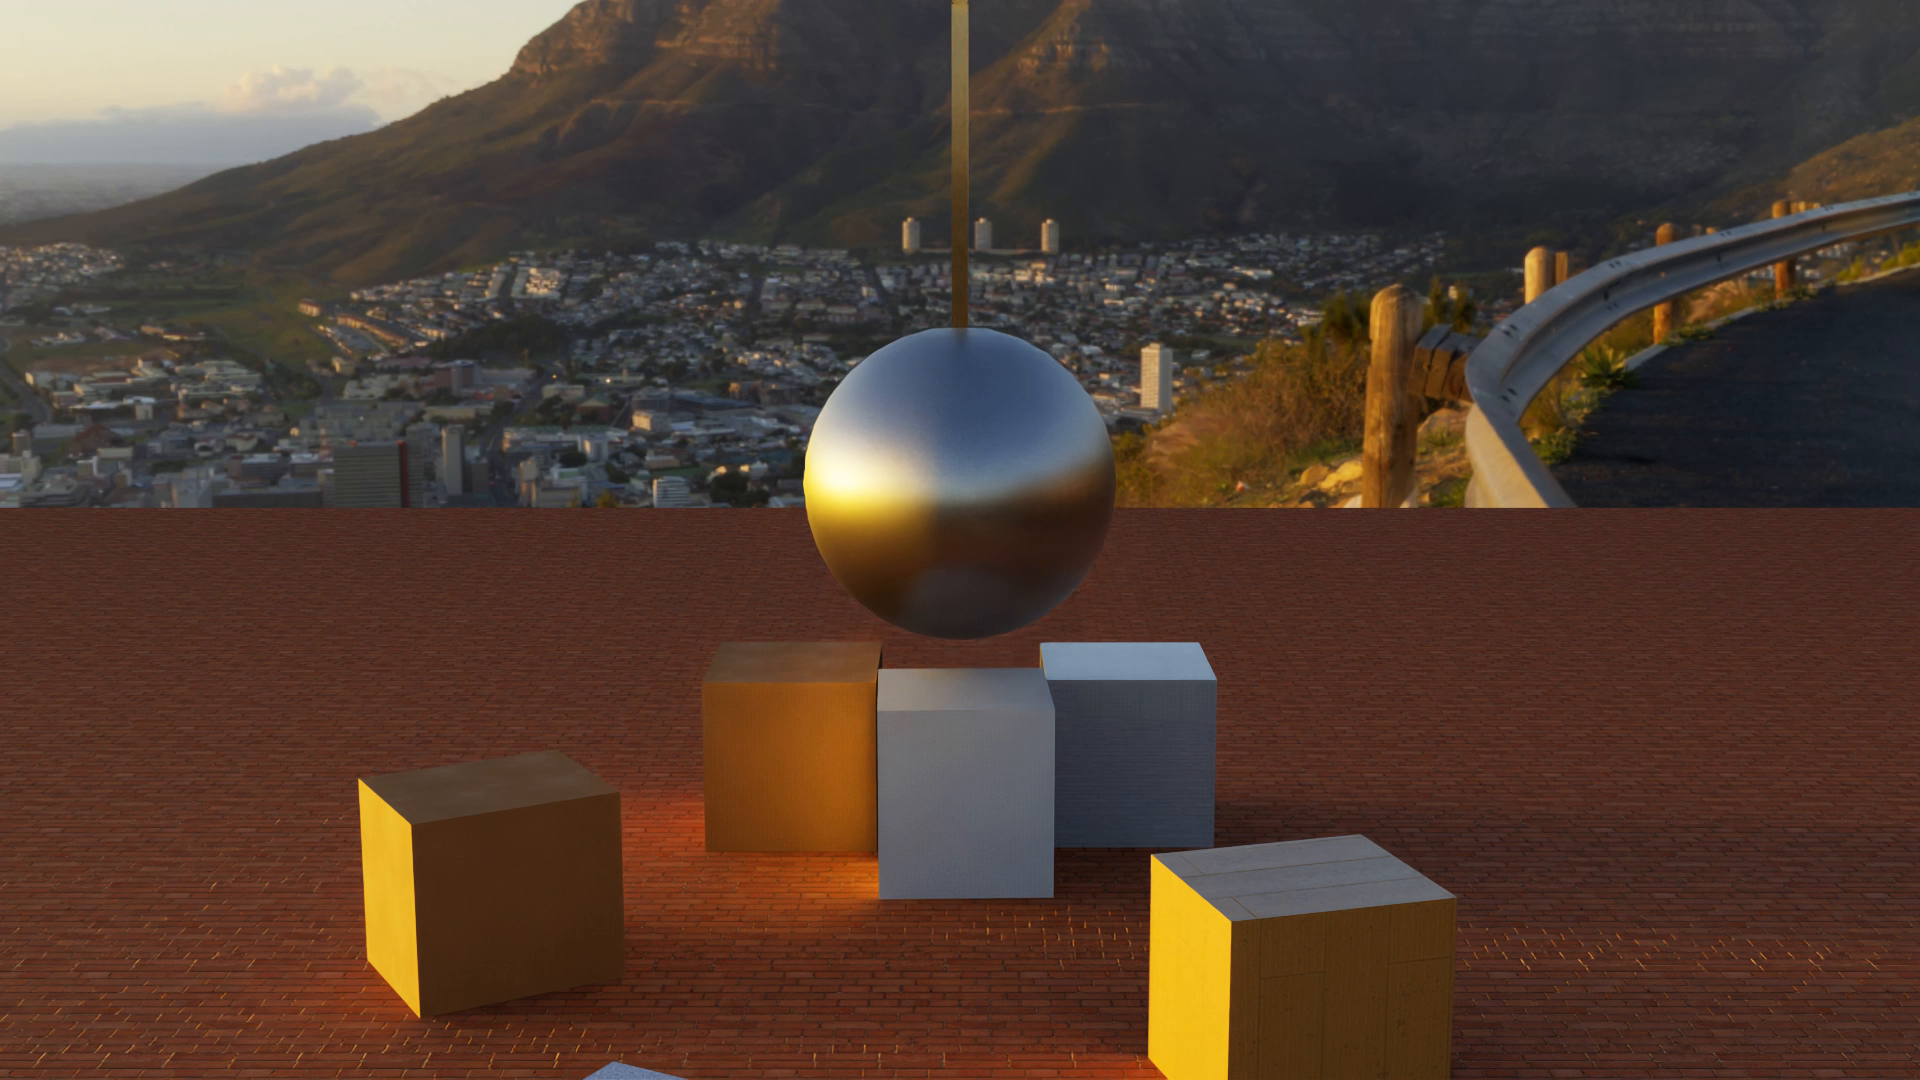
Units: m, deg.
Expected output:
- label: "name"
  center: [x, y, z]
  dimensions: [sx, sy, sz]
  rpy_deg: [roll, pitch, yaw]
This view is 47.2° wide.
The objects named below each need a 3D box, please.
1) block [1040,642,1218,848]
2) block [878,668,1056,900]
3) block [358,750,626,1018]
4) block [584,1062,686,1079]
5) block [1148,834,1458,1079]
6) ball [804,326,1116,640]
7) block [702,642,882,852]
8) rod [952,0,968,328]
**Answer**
- label: "block"
  center: [0.851, 1.046, 11.390]
  dimensions: [0.847, 0.866, 0.825]
  rpy_deg: [0, 10, 0]
- label: "block"
  center: [0.017, 1.161, 10.635]
  dimensions: [0.821, 0.911, 0.815]
  rpy_deg: [0, 10, -2]
- label: "block"
  center: [-1.996, 1.438, 9.375]
  dimensions: [0.890, 0.817, 0.753]
  rpy_deg: [-6, 12, -30]
- label: "block"
  center: [-1.018, 2.041, 6.783]
  dimensions: [0.580, 0.558, 0.624]
  rpy_deg: [6, 12, 28]
- label: "block"
  center: [1.259, 1.646, 8.221]
  dimensions: [0.880, 0.820, 0.765]
  rpy_deg: [-3, 11, -16]
- label: "ball"
  center: [0.000, -0.290, 11.241]
  dimensions: [1.600, 1.600, 1.600]
  rpy_deg: [0, 10, 0]
- label: "block"
  center: [-0.844, 1.050, 11.362]
  dimensions: [0.858, 0.868, 0.902]
  rpy_deg: [0, 10, 0]
- label: "rod"
  center: [0.000, -3.623, 10.571]
  dimensions: [0.080, 5.200, 0.080]
  rpy_deg: [0, 11, 0]
